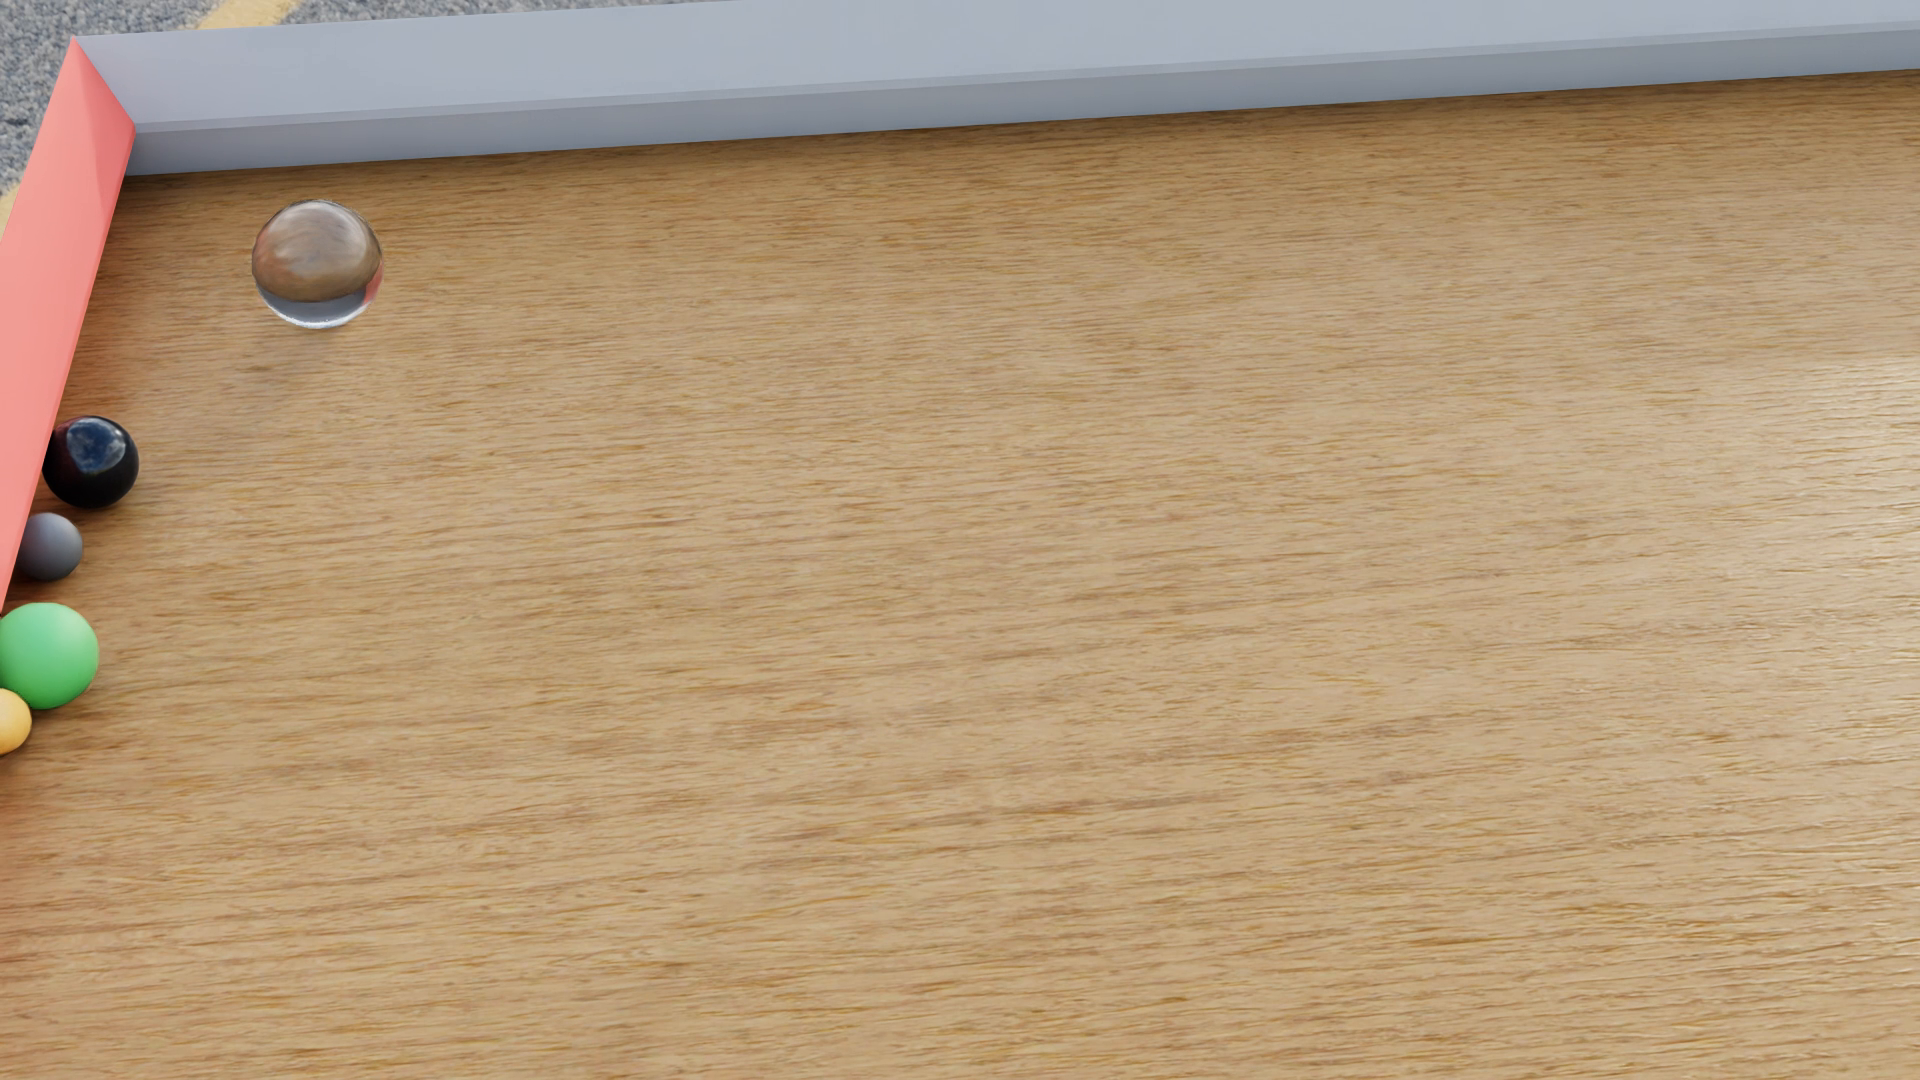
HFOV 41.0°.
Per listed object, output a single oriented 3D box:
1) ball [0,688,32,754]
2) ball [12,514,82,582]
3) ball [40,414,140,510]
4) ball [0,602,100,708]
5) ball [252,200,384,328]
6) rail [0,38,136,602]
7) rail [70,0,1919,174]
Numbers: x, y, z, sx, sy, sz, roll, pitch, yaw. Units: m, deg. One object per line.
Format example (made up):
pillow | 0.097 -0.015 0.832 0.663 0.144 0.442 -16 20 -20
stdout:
ball | -0.592 0.111 1.574 0.041 0.041 0.041 0 36 0
ball | -0.611 0.005 1.717 0.046 0.046 0.046 0 36 0
ball | -0.604 -0.054 1.783 0.065 0.065 0.065 0 36 0
ball | -0.574 0.072 1.606 0.067 0.067 0.067 0 36 0
ball | -0.494 -0.212 1.973 0.099 0.099 0.099 0 36 0
rail | -0.625 0.017 1.629 0.045 0.128 1.322 -4 36 -6
rail | 0.565 -0.451 2.277 2.617 0.128 0.045 -4 36 -6
